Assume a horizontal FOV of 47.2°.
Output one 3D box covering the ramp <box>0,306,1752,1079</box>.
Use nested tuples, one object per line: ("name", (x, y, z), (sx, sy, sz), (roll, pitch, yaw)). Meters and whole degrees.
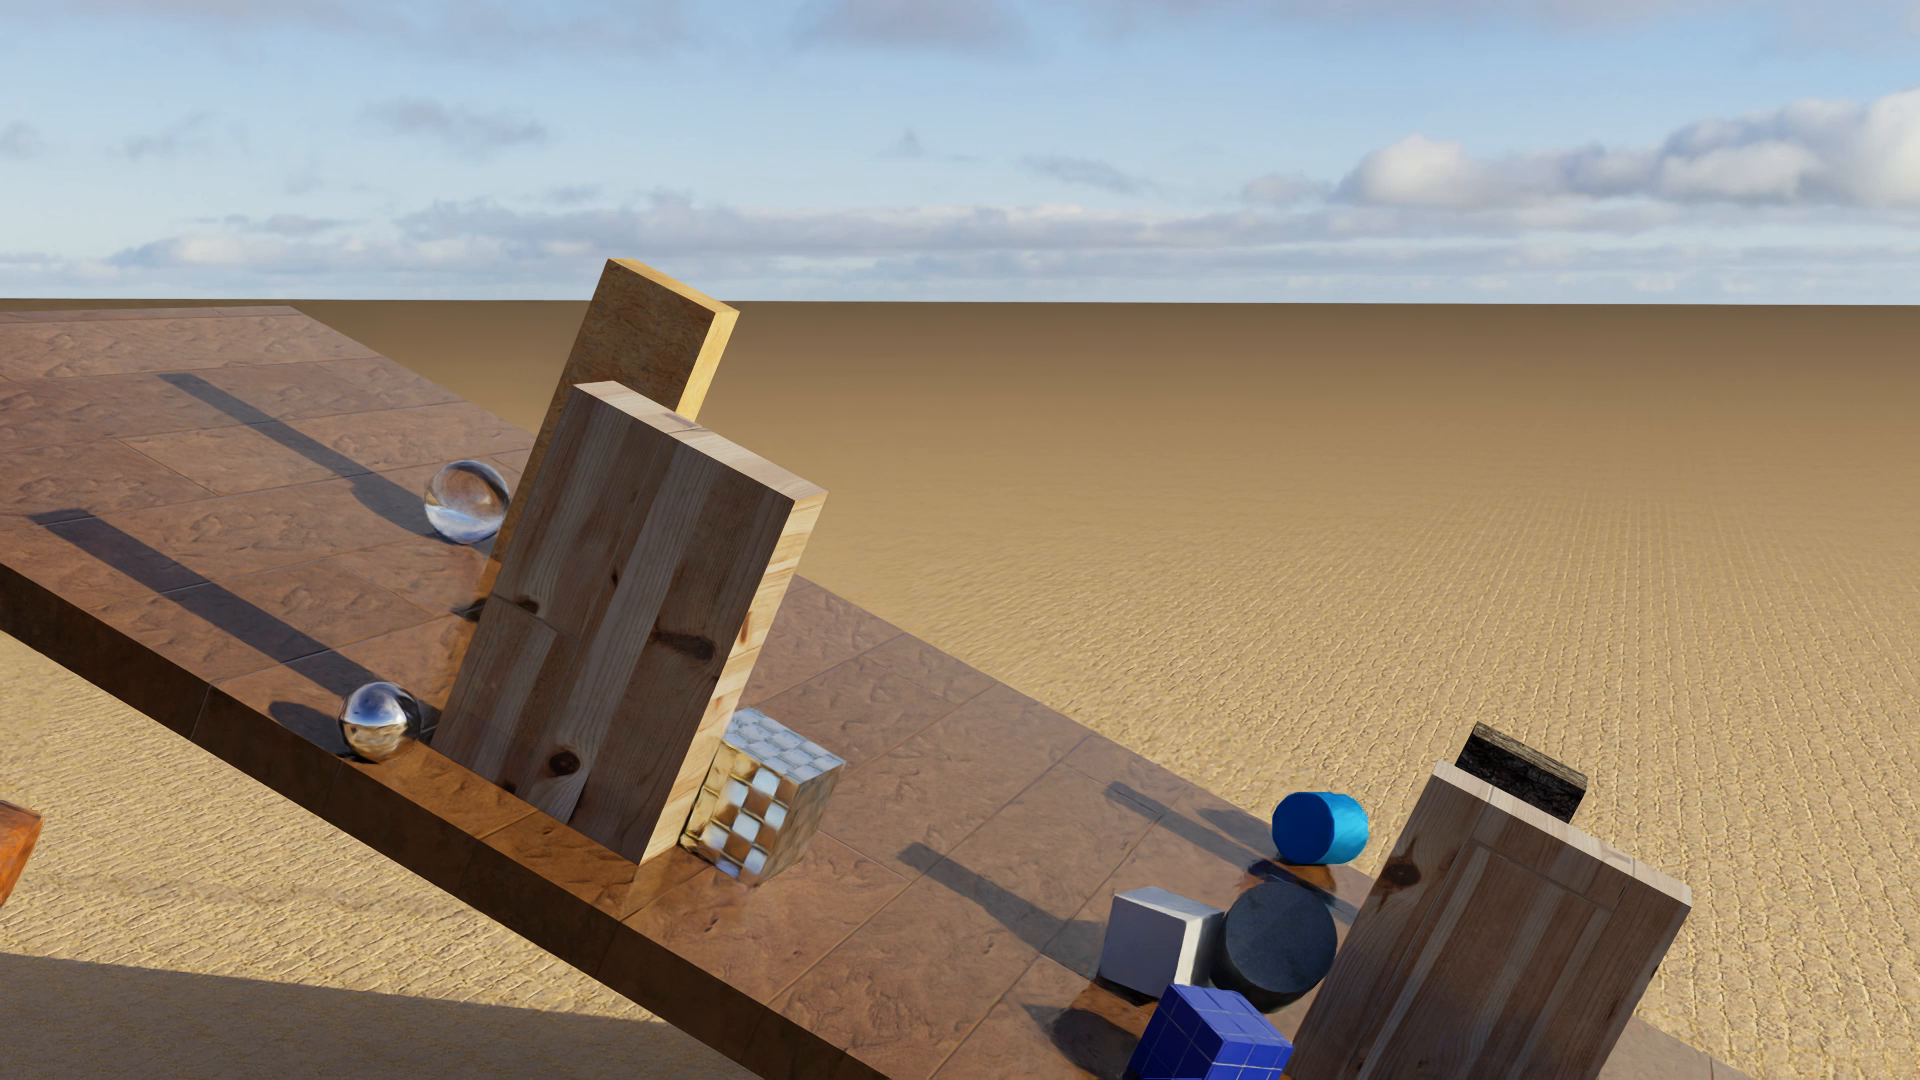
("ramp", (-0.269, 0.461, 4.173), (4.000, 0.100, 2.000), (27, 14, 12))

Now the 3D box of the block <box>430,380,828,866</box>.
("block", (-0.521, 0.126, 3.433), (0.397, 0.634, 0.140), (27, 14, 12))

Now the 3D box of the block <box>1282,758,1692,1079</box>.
("block", (0.863, 0.728, 3.642), (0.448, 0.576, 0.123), (27, 14, 12))

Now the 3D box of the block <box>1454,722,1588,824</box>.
("block", (1.059, 0.648, 4.503), (0.245, 0.479, 0.135), (27, 14, 12))

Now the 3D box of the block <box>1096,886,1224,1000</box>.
("block", (0.344, 0.690, 3.763), (0.142, 0.142, 0.142), (15, 7, 32))

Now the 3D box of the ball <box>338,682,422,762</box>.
("ball", (-0.881, 0.276, 3.343), (0.122, 0.122, 0.122), (0, 7, 0))

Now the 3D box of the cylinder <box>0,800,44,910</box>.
("cylinder", (-1.388, 0.427, 3.057), (0.158, 0.158, 0.158), (25, 2, -12))

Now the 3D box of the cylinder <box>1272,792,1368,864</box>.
("cylinder", (0.785, 0.627, 4.789), (0.155, 0.155, 0.155), (5, -3, 38))

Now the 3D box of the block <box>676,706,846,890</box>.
("block", (-0.340, 0.416, 3.586), (0.193, 0.193, 0.193), (28, 14, 15))

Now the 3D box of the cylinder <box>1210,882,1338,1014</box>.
("cylinder", (0.540, 0.710, 3.819), (0.192, 0.192, 0.192), (0, -23, -4))

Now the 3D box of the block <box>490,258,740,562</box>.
("block", (-0.690, -0.208, 4.382), (0.249, 0.656, 0.117), (27, 14, 12))

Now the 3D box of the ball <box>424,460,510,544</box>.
("ball", (-0.989, -0.077, 4.414), (0.169, 0.169, 0.169), (0, 7, 0))

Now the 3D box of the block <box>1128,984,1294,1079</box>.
("block", (0.392, 0.807, 3.439), (0.152, 0.152, 0.152), (14, 16, -36))
